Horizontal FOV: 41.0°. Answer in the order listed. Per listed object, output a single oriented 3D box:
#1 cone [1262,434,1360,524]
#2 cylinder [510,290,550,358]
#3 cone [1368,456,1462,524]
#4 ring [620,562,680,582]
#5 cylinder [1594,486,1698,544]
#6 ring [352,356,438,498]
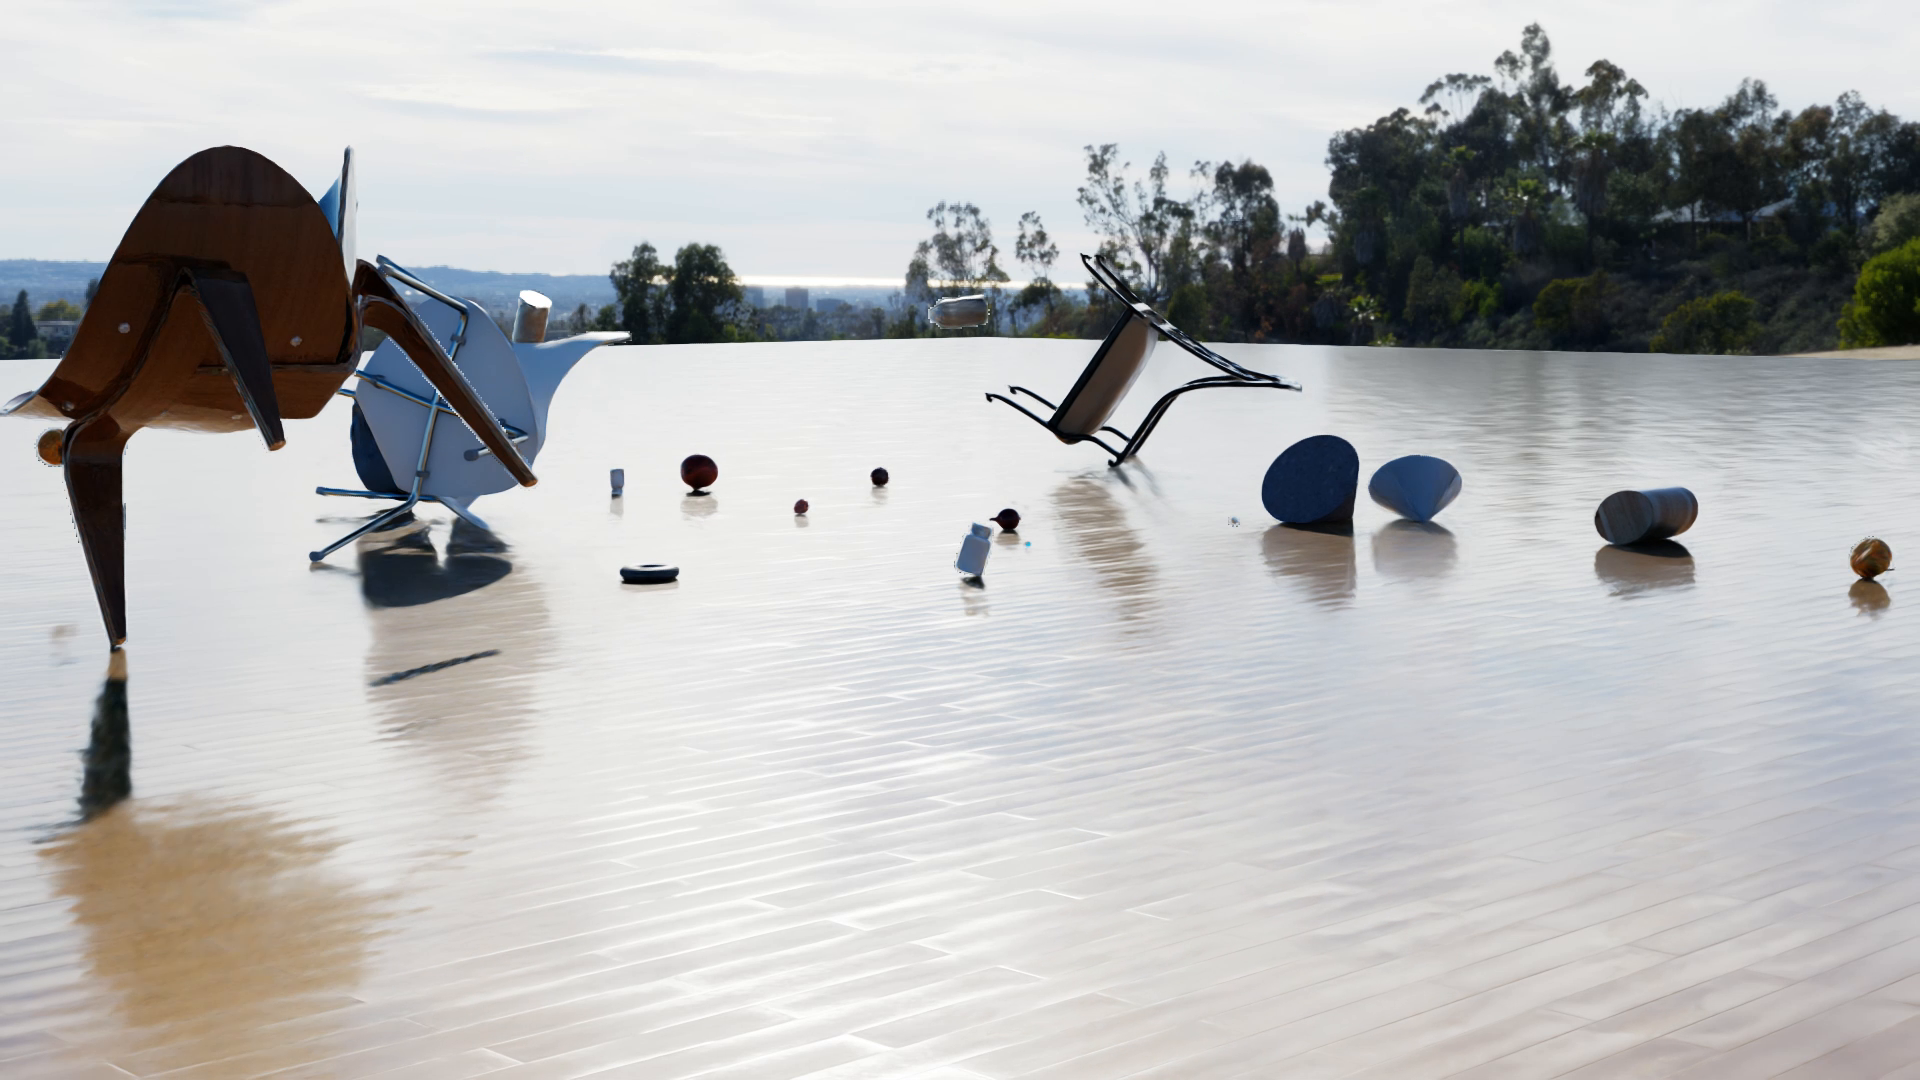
[{"bbox_3d":[1.005,-0.113,6.943,0.314,0.273,0.219,3,-25,46],"label":"cone"},{"bbox_3d":[-1.229,-0.618,7.347,0.083,0.151,0.176,7,18,-23],"label":"cylinder"},{"bbox_3d":[1.234,-0.094,6.895,0.252,0.208,0.170,0,37,1],"label":"cone"},{"bbox_3d":[-0.677,0.070,5.596,0.130,0.029,0.171,1,5,6],"label":"ring"},{"bbox_3d":[1.706,-0.063,6.371,0.211,0.129,0.168,-6,-14,-43],"label":"cylinder"},{"bbox_3d":[-1.642,-0.328,7.444,0.165,0.405,0.484,5,23,-28],"label":"ring"}]
